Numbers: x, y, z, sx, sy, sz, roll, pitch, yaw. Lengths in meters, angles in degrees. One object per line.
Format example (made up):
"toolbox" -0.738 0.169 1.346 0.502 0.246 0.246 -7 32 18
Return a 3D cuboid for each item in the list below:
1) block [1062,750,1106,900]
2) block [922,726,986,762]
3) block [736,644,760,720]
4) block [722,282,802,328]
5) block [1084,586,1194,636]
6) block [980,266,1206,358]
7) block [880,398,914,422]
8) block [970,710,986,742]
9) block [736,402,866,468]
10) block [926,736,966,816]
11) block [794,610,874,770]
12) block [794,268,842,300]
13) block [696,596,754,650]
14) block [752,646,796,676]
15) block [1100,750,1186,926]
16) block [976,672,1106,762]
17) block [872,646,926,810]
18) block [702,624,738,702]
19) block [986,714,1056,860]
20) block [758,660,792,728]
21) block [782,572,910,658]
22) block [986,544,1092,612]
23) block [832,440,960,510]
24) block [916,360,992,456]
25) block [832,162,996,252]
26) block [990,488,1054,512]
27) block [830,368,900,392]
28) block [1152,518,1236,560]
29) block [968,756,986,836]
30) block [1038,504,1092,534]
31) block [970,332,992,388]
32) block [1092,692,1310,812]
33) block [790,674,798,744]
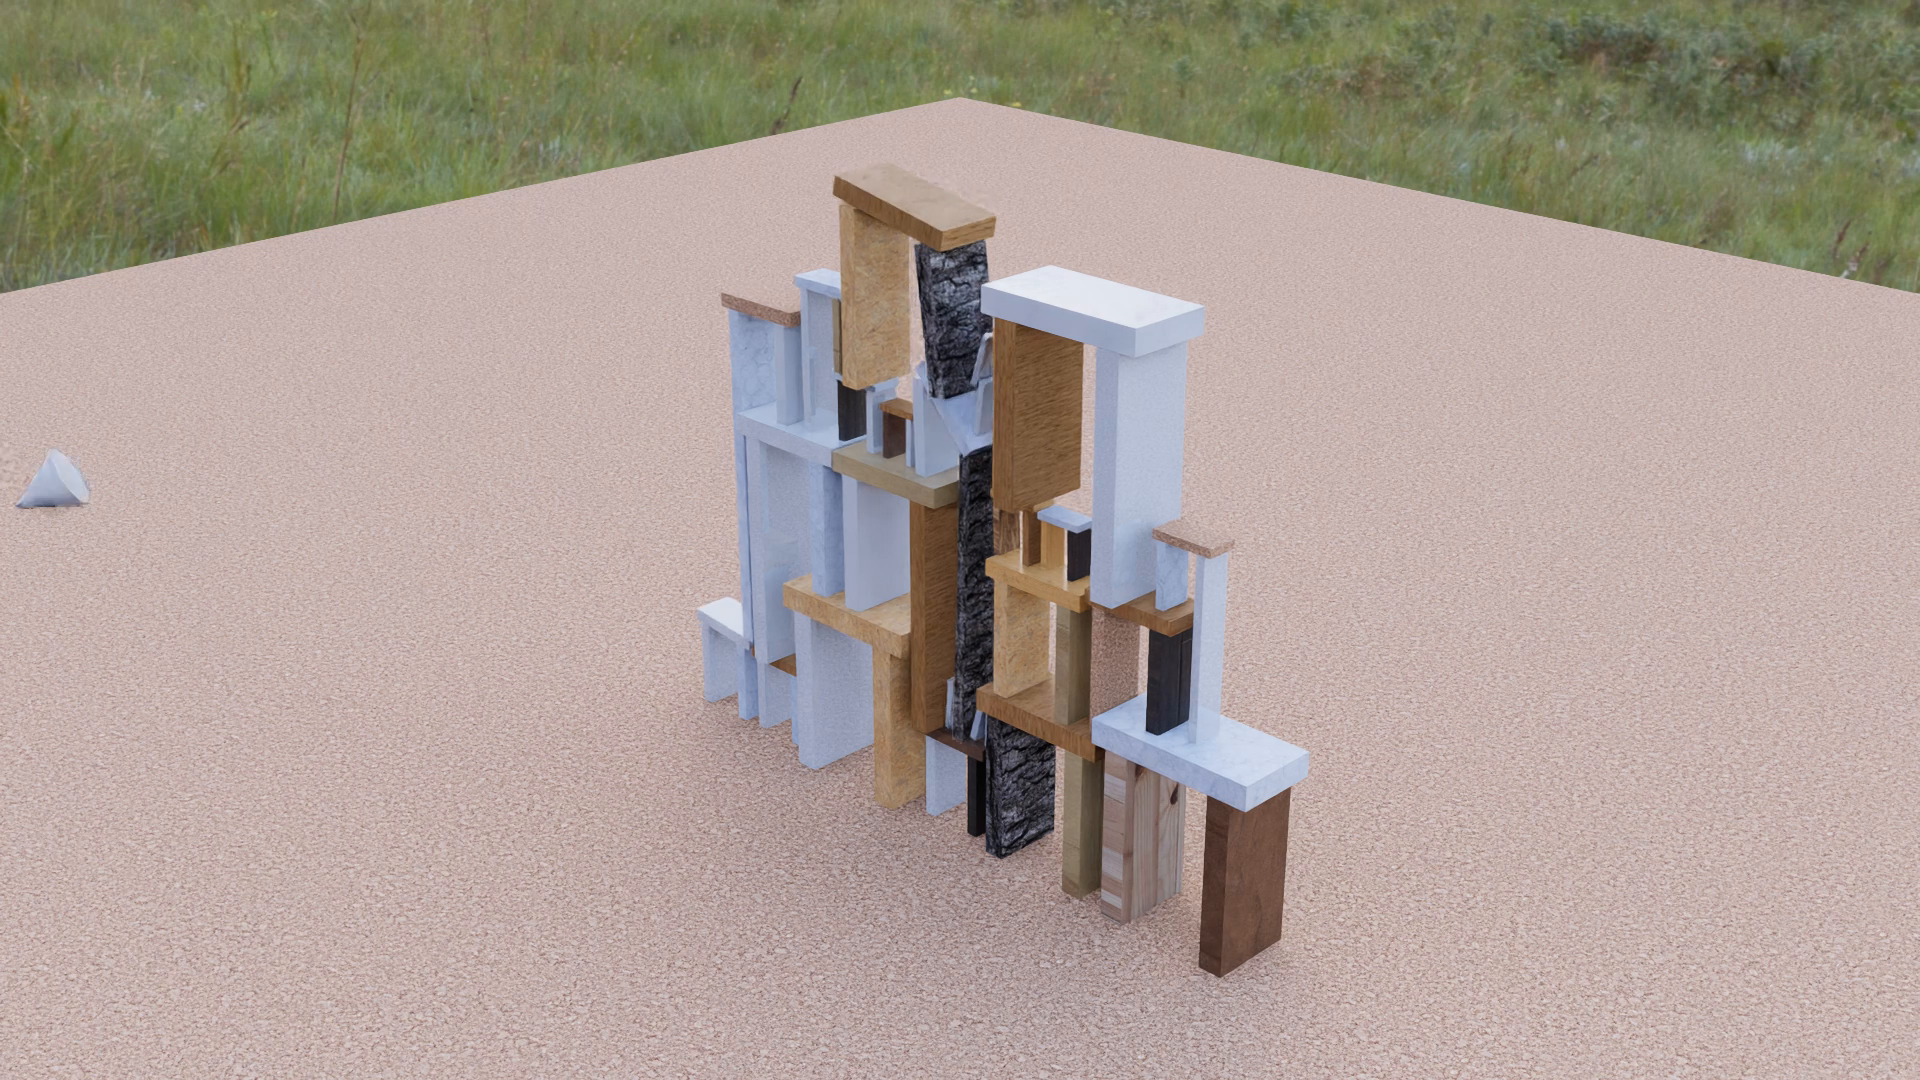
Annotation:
"block" 0.263 0.513 4.163 0.043 0.304 0.152 21 31 41
"block" 0.013 0.386 4.370 0.088 0.025 0.176 -21 31 -40
"block" -0.445 0.298 4.829 0.090 0.179 0.025 -21 31 -41
"block" -0.372 -0.474 4.426 0.211 0.030 0.105 21 31 40
"block" 0.330 0.114 3.909 0.202 0.029 0.101 21 31 41
"block" 0.227 -0.400 3.814 0.180 0.051 0.359 -21 31 -41
"block" -0.104 -0.251 4.225 0.048 0.014 0.095 -21 31 -40
"block" 0.054 0.340 4.309 0.054 0.108 0.015 -21 46 -40
"block" -0.303 -0.220 4.456 0.289 0.041 0.144 21 31 41
"block" -0.028 0.462 4.447 0.088 0.176 0.025 -21 31 -41
"block" -0.260 0.290 4.626 0.050 0.353 0.176 21 31 41
"block" -0.246 -0.497 4.272 0.075 0.021 0.150 -20 28 -39
"block" -0.486 0.182 4.823 0.090 0.025 0.179 -21 37 -41
"block" -0.363 0.251 4.722 0.081 0.023 0.163 -21 31 -41
"block" 0.342 0.523 4.078 0.050 0.353 0.176 21 31 41
"block" 0.192 0.325 4.160 0.304 0.043 0.152 21 31 41
"block" -0.094 0.355 4.473 0.050 0.353 0.176 21 31 41
"block" -0.530 0.265 4.907 0.025 0.179 0.090 21 31 41
"block" 0.119 0.457 4.295 0.043 0.304 0.152 21 31 41
"block" -0.401 0.322 4.793 0.023 0.163 0.081 21 31 41
"block" -0.177 0.137 4.471 0.353 0.050 0.176 21 31 41
"block" 0.173 0.067 4.064 0.237 0.034 0.118 21 31 41
"block" -0.099 -0.135 4.266 0.143 0.040 0.285 -21 31 -41
"block" 0.003 -0.256 4.112 0.097 0.194 0.027 -21 -11 -40
"block" -0.085 -0.616 4.046 0.283 0.040 0.141 32 38 33
"block" 0.114 -0.080 4.064 0.055 0.016 0.111 -21 31 -41
"block" -0.186 -0.317 4.287 0.126 0.018 0.063 21 31 40
"block" 0.402 -0.002 3.791 0.065 0.018 0.130 -21 31 -41
"block" 0.055 0.494 4.371 0.088 0.175 0.025 -21 31 -40
"block" 0.193 -0.038 4.001 0.098 0.014 0.049 21 31 41
"block" 0.054 -0.332 4.033 0.053 0.105 0.015 -17 43 -40
"block" 0.426 0.370 3.922 0.353 0.050 0.176 21 31 41
"block" -0.324 0.352 4.723 0.023 0.163 0.081 21 31 41
